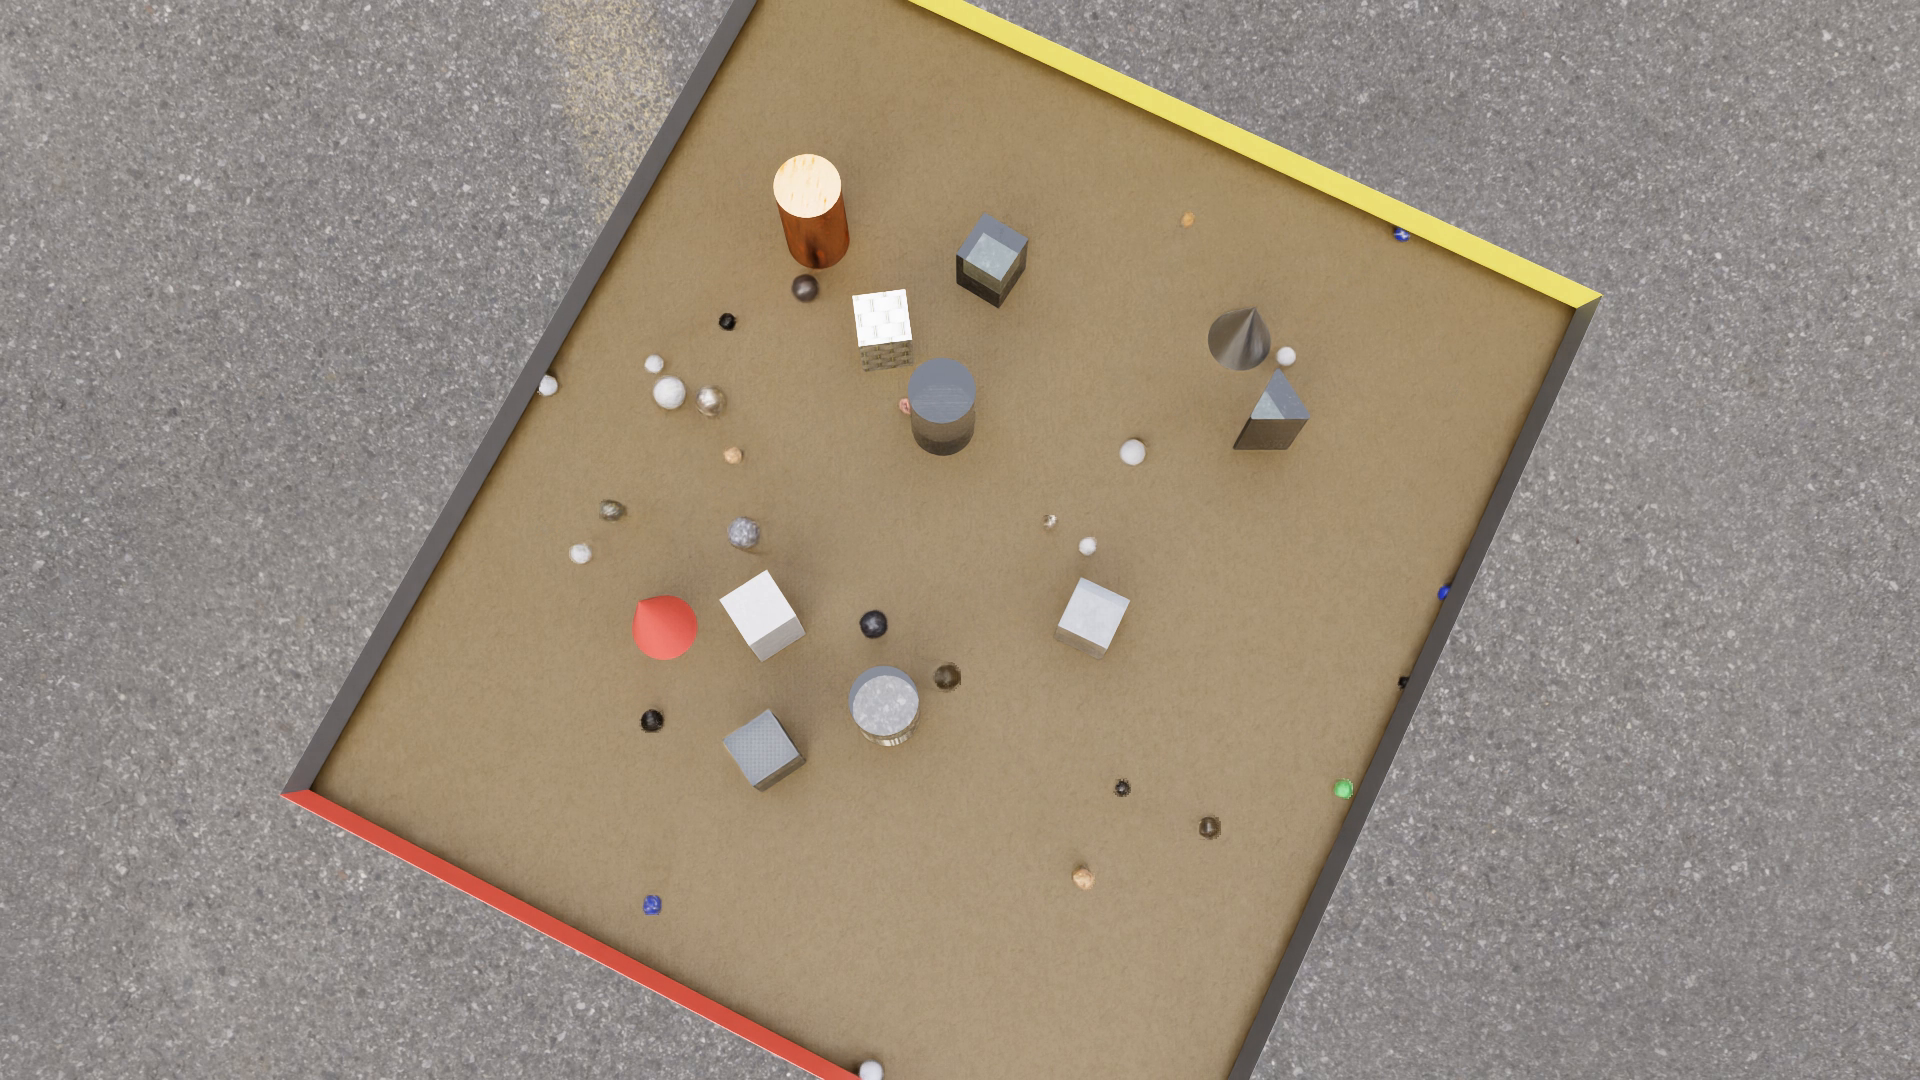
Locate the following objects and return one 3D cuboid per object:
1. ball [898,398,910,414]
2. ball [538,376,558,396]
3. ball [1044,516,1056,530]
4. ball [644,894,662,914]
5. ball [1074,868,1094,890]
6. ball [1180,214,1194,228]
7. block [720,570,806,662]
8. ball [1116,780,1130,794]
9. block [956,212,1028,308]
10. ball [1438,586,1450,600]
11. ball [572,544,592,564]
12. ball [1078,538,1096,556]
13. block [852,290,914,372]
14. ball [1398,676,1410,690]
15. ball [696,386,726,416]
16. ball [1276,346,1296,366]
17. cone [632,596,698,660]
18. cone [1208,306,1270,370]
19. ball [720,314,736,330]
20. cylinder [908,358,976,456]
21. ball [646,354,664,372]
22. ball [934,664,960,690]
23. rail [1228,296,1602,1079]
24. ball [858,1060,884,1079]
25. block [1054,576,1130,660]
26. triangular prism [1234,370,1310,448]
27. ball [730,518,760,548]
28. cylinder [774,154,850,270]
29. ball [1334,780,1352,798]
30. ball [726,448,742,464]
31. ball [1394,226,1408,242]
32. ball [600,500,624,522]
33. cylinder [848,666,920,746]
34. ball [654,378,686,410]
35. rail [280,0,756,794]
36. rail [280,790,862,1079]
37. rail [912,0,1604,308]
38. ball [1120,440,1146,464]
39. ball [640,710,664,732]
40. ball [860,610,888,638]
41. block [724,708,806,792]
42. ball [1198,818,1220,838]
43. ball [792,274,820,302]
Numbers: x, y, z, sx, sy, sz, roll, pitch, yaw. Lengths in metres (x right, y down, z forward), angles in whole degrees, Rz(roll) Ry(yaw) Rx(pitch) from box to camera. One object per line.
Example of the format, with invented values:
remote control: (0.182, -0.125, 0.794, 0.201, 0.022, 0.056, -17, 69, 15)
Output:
ball: (-0.165, -0.416, 5.678, 0.048, 0.048, 0.048, 0, 78, 0)
ball: (-1.279, -0.479, 5.685, 0.060, 0.060, 0.060, 0, 78, 0)
ball: (0.275, -0.051, 5.606, 0.041, 0.041, 0.041, 0, 78, 0)
ball: (-0.900, 1.066, 5.368, 0.054, 0.054, 0.054, 0, 78, 0)
ball: (0.362, 0.995, 5.381, 0.058, 0.058, 0.058, 0, 78, 0)
ball: (0.720, -1.011, 5.804, 0.042, 0.042, 0.042, 0, 78, 0)
block: (-0.576, 0.228, 5.393, 0.159, 0.346, 0.159, -33, 80, -6)
ball: (0.482, 0.736, 5.443, 0.041, 0.041, 0.041, 0, 78, 0)
block: (0.098, -0.861, 5.663, 0.159, 0.259, 0.159, 32, 80, 6)
ball: (1.473, 0.161, 5.560, 0.045, 0.045, 0.045, 0, 78, 0)
ball: (-1.152, 0.040, 5.577, 0.061, 0.061, 0.061, 0, 78, 0)
ball: (0.388, 0.022, 5.585, 0.053, 0.053, 0.053, 0, 78, 0)
block: (-0.233, -0.639, 5.614, 0.159, 0.264, 0.159, -8, 78, -2)
ball: (1.337, 0.431, 5.506, 0.042, 0.042, 0.042, 0, 78, 0)
ball: (-0.770, -0.429, 5.658, 0.092, 0.092, 0.092, 0, 78, 0)
ball: (1.013, -0.571, 5.704, 0.060, 0.060, 0.060, 0, 78, 0)
cone: (-0.896, 0.218, 5.333, 0.198, 0.467, 0.198, 0, 78, 0)
cone: (0.876, -0.658, 5.587, 0.198, 0.325, 0.198, 0, 78, 0)
ball: (-0.726, -0.683, 5.731, 0.053, 0.053, 0.053, 0, 78, 0)
cylinder: (-0.053, -0.396, 5.505, 0.198, 0.379, 0.198, 0, 78, 0)
ball: (-0.951, -0.550, 5.702, 0.056, 0.056, 0.056, 0, 78, 0)
ball: (-0.039, 0.412, 5.492, 0.078, 0.078, 0.078, 0, 78, 0)
rail: (1.258, 0.623, 5.421, 0.045, 0.129, 3.139, 26, 80, 5)
ball: (-0.256, 1.528, 5.264, 0.071, 0.071, 0.071, 0, 78, 0)
block: (0.390, 0.236, 5.443, 0.159, 0.244, 0.159, 25, 79, 5)
triangular prism: (0.931, -0.392, 5.515, 0.172, 0.358, 0.149, 0, 78, 0)
ball: (-0.655, -0.020, 5.574, 0.092, 0.092, 0.092, 0, 78, 0)
cylinder: (-0.449, -0.997, 5.600, 0.198, 0.436, 0.198, 0, 78, 0)
ball: (1.136, 0.740, 5.438, 0.050, 0.050, 0.050, 0, 78, 0)
ball: (-0.697, -0.260, 5.644, 0.052, 0.052, 0.052, 0, 78, 0)
ball: (1.395, -0.968, 5.794, 0.046, 0.046, 0.046, 0, 78, 0)
ball: (-1.062, -0.088, 5.599, 0.070, 0.070, 0.070, 0, 78, 0)
cylinder: (-0.217, 0.487, 5.351, 0.198, 0.323, 0.198, 0, 78, 0)
ball: (-0.896, -0.454, 5.660, 0.099, 0.099, 0.099, 0, 78, 0)
rail: (-1.258, -0.609, 5.676, 0.045, 0.129, 3.139, 26, 80, 5)
rail: (-0.691, 1.361, 5.268, 2.860, 0.129, 0.045, 26, 80, 5)
rail: (0.691, -1.347, 5.829, 2.860, 0.129, 0.045, 26, 80, 5)
ball: (0.532, -0.271, 5.633, 0.078, 0.078, 0.078, 0, 78, 0)
ball: (-0.920, 0.540, 5.470, 0.067, 0.067, 0.067, 0, 78, 0)
ball: (-0.259, 0.255, 5.520, 0.086, 0.086, 0.086, 0, 78, 0)
block: (-0.568, 0.618, 5.353, 0.159, 0.266, 0.159, -33, 80, -7)
ball: (0.735, 0.849, 5.409, 0.062, 0.062, 0.062, 0, 78, 0)
ball: (-0.483, -0.789, 5.736, 0.086, 0.086, 0.086, 0, 78, 0)
